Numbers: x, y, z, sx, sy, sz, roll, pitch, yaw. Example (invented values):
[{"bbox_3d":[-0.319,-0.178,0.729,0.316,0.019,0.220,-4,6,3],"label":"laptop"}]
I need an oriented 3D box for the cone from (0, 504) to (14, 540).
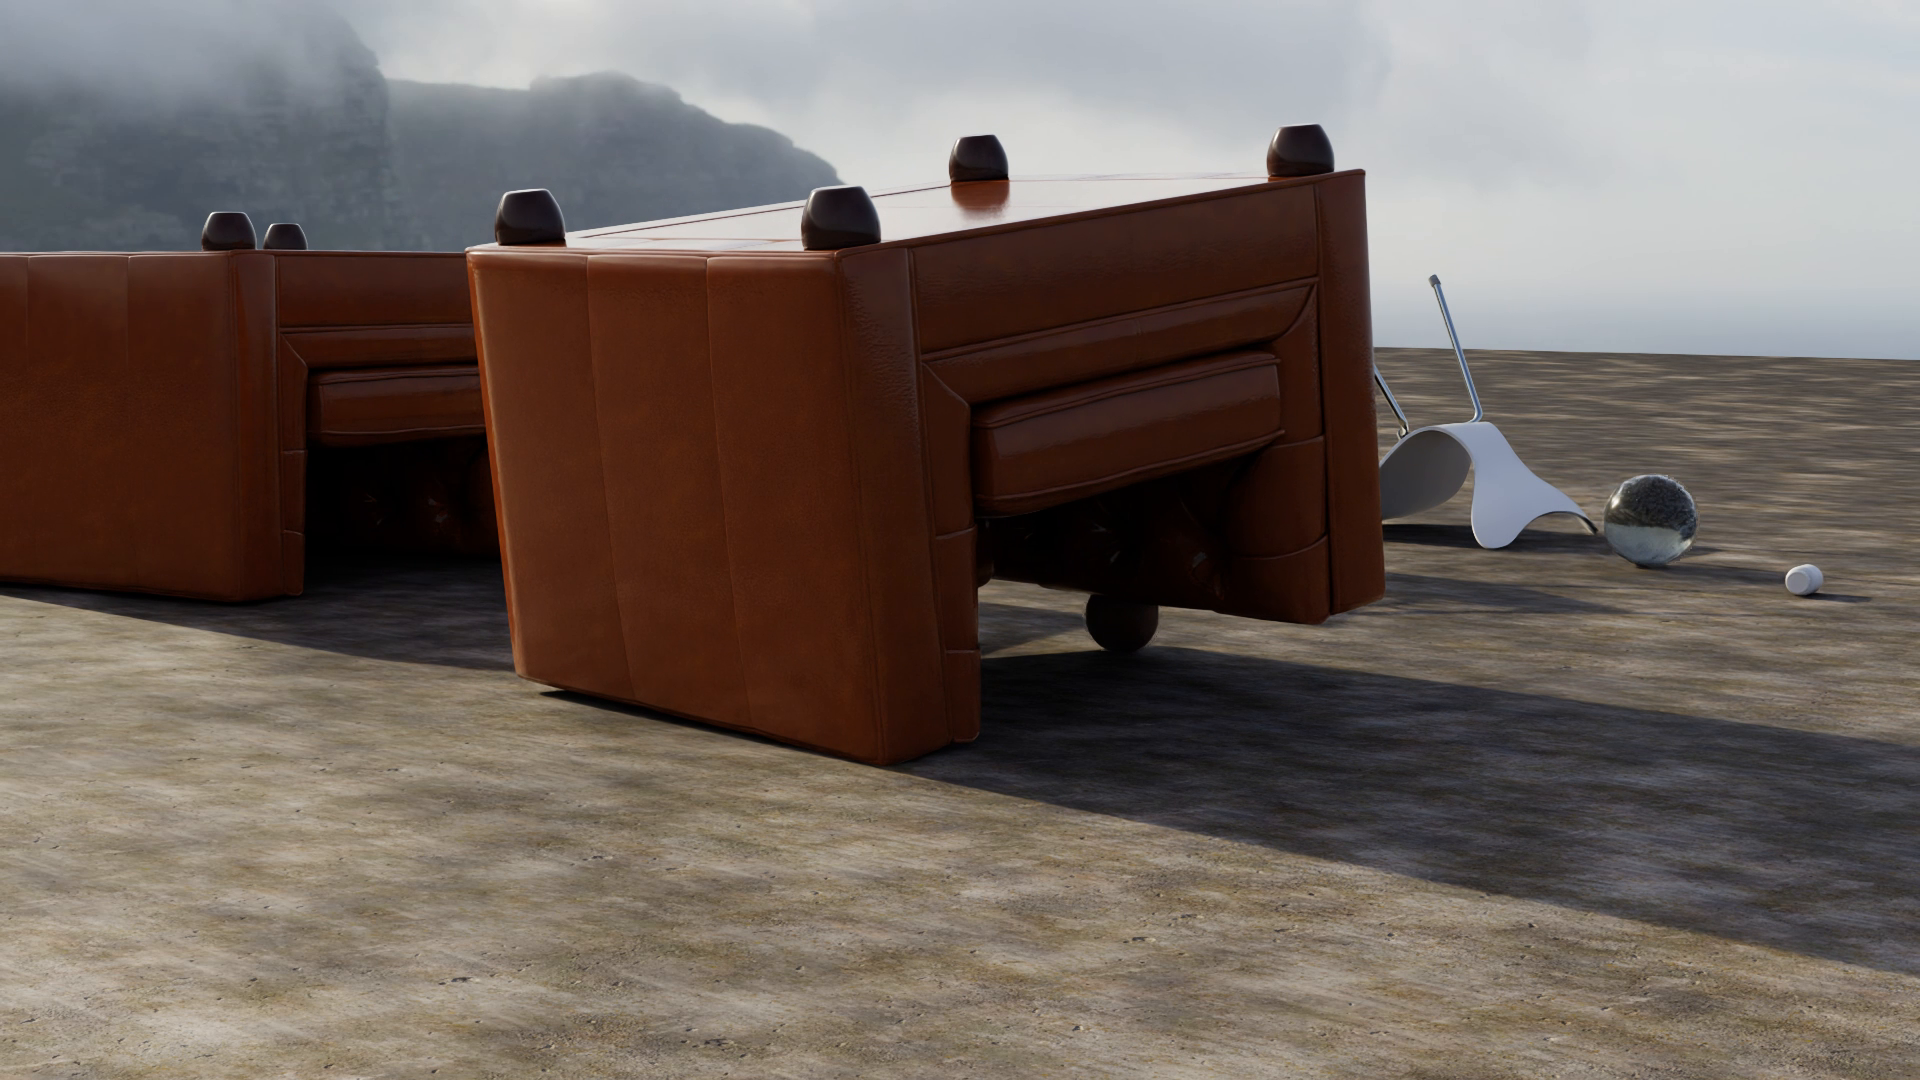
[{"bbox_3d":[-2.433,-0.023,6.376,0.146,0.110,0.156,-12,-9,-28],"label":"cone"}]

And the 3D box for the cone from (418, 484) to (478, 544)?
[{"bbox_3d":[-1.231,-0.029,6.338,0.156,0.187,0.136,-41,63,-16],"label":"cone"}]

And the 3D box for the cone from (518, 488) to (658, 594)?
[{"bbox_3d":[-0.751,0.055,5.346,0.263,0.234,0.256,24,-30,-13],"label":"cone"}]

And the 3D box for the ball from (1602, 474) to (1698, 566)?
[{"bbox_3d":[1.567,-0.044,5.823,0.209,0.209,0.209,0,6,0],"label":"ball"}]
